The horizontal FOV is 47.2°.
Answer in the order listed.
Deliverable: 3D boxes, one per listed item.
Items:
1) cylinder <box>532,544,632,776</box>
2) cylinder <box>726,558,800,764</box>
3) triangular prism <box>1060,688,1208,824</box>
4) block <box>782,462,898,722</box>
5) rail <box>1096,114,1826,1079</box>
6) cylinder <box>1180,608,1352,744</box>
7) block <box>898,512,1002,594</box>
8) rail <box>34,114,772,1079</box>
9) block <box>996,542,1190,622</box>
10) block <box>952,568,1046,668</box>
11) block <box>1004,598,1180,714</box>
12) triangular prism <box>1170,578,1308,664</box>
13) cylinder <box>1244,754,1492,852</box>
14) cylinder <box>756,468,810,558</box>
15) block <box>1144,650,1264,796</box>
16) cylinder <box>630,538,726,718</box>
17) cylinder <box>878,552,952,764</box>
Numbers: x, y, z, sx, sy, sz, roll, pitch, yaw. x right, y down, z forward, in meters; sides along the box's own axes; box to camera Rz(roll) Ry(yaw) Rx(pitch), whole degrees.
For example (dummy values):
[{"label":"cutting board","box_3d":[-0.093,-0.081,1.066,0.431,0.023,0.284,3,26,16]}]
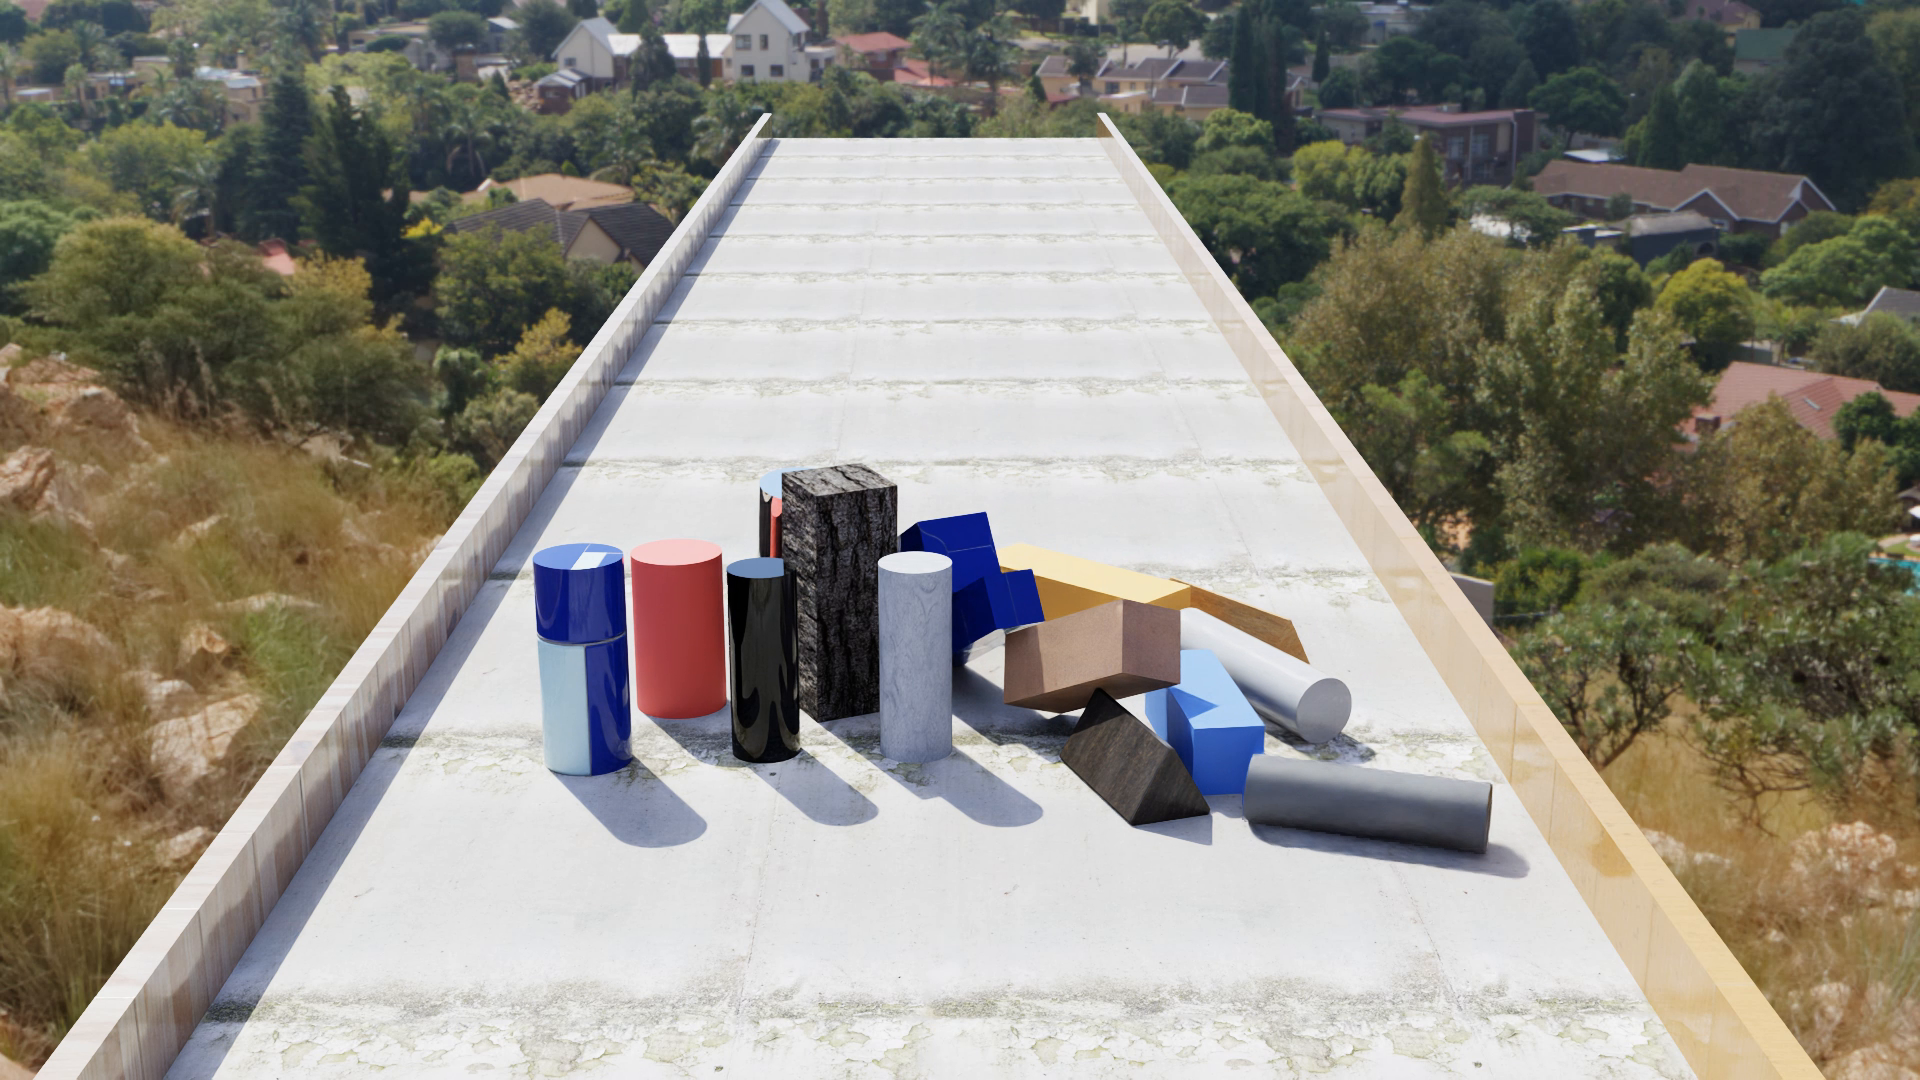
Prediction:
[{"label":"cylinder","box_3d":[-0.661,0.209,3.859,0.156,0.379,0.156,0,17,0]},{"label":"cylinder","box_3d":[-0.348,0.213,3.905,0.123,0.344,0.123,0,17,0]},{"label":"triangular prism","box_3d":[0.298,0.362,3.778,0.144,0.125,0.307,-6,18,-19]},{"label":"block","box_3d":[-0.226,0.097,4.118,0.162,0.441,0.162,-8,20,-26]},{"label":"rail","box_3d":[0.932,-0.844,7.801,0.050,0.150,12.000,0,17,-1]},{"label":"cylinder","box_3d":[0.552,0.251,4.162,0.125,0.125,0.453,-8,19,-26]},{"label":"block","box_3d":[-0.081,0.082,4.346,0.145,0.145,0.433,-9,-12,-25]},{"label":"rail","box_3d":[-1.118,-0.838,7.780,0.050,0.150,12.000,0,17,-1]},{"label":"block","box_3d":[0.243,0.138,4.497,0.450,0.153,0.153,15,22,40]},{"label":"block","box_3d":[0.024,0.158,4.203,0.102,0.102,0.381,-8,-12,-26]},{"label":"block","box_3d":[0.235,0.214,3.972,0.132,0.132,0.348,13,-20,-33]},{"label":"triangular prism","box_3d":[0.543,0.168,4.457,0.127,0.110,0.345,-12,20,-35]},{"label":"cylinder","box_3d":[0.666,0.428,3.593,0.386,0.111,0.111,6,17,18]},{"label":"cylinder","box_3d":[-0.311,0.068,4.290,0.176,0.382,0.176,4,24,-2]},{"label":"block","box_3d":[0.433,0.321,3.934,0.123,0.123,0.394,-2,17,-7]},{"label":"cylinder","box_3d":[-0.529,0.166,4.142,0.170,0.301,0.170,0,17,0]},{"label":"cylinder","box_3d":[-0.079,0.208,3.908,0.130,0.353,0.130,0,17,0]}]
